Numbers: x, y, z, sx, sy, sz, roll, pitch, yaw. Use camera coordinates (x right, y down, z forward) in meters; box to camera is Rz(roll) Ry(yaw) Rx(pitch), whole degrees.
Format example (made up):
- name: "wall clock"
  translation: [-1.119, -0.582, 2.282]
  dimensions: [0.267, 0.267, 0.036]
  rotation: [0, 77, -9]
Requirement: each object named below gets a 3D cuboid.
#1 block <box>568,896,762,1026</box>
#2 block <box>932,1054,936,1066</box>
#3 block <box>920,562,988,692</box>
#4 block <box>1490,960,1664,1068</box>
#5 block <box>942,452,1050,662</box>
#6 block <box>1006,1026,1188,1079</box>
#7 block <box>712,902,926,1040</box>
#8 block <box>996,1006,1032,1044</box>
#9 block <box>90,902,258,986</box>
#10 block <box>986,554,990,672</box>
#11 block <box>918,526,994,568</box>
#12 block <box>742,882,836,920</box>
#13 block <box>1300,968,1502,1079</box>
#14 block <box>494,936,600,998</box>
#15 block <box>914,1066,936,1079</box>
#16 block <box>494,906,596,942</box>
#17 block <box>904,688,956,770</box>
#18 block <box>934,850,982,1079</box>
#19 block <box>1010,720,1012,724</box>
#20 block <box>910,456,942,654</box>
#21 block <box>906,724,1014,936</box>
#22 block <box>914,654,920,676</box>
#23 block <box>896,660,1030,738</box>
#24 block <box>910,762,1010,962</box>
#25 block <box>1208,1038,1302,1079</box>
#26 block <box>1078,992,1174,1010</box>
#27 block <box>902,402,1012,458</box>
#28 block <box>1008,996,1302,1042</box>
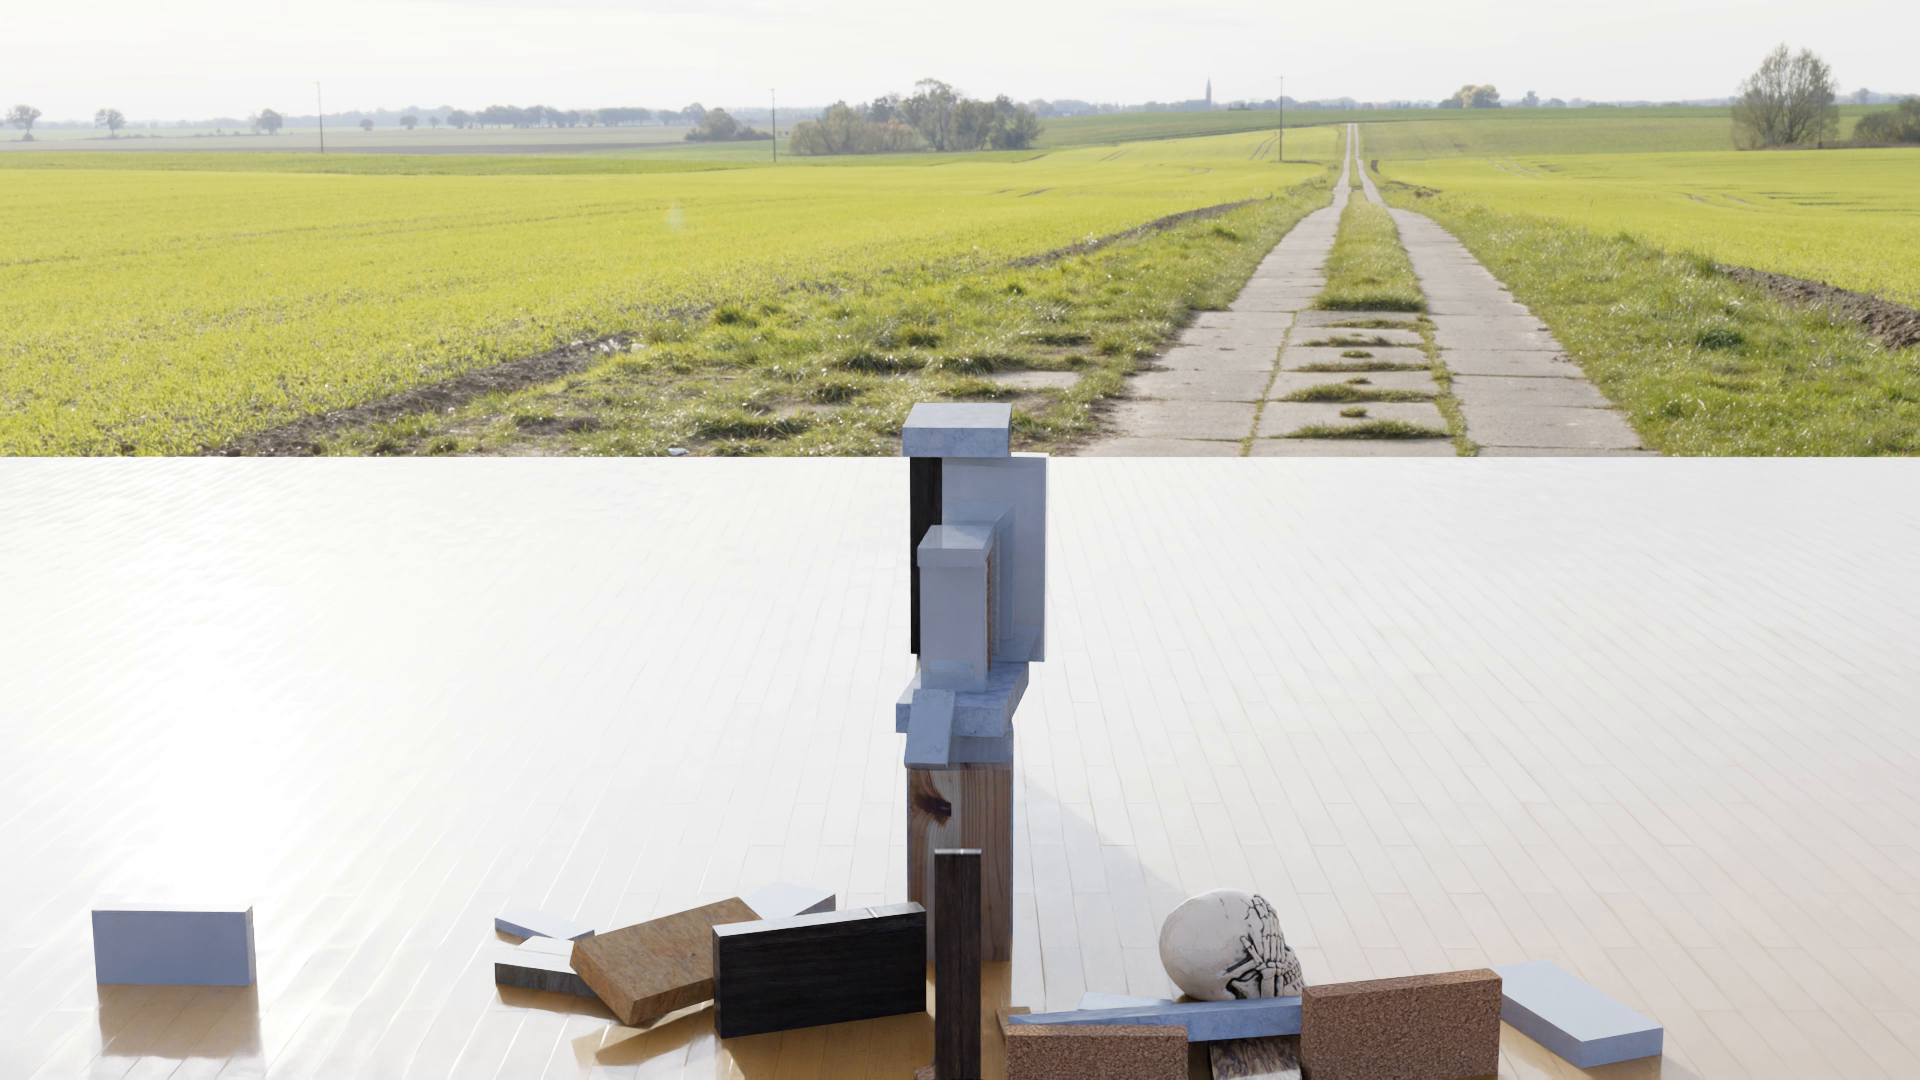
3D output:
- name: "block"
  translation: [-0.406, 0.618, 3.250]
  dimensions: [0.303, 0.043, 0.152]
  rotation: [-8, 32, -44]
- name: "block"
  translation: [-0.007, 0.704, 3.019]
  dimensions: [0.049, 0.014, 0.098]
  rotation: [1, 11, 8]
- name: "block"
  translation: [-0.010, 0.136, 3.460]
  dimensions: [0.102, 0.203, 0.029]
  rotation: [2, 12, 8]
- name: "block"
  translation: [0.856, 0.671, 3.130]
  dimensions: [0.136, 0.039, 0.272]
  rotation: [-4, 11, -21]
- name: "block"
  translation: [0.059, 0.028, 3.656]
  dimensions: [0.172, 0.344, 0.049]
  rotation: [1, 10, 8]
- name: "block"
  translation: [0.176, 0.686, 2.833]
  dimensions: [0.231, 0.116, 0.033]
  rotation: [0, 11, 0]
- name: "block"
  translation: [-0.198, 0.612, 3.136]
  dimensions: [0.303, 0.152, 0.043]
  rotation: [-4, 11, -19]
- name: "block"
  translation: [0.081, 0.686, 3.112]
  dimensions: [0.049, 0.014, 0.098]
  rotation: [-1, 11, -7]
- name: "block"
  translation: [-1.172, 0.603, 3.283]
  dimensions: [0.231, 0.116, 0.033]
  rotation: [0, 11, 2]
- name: "block"
  translation: [-0.002, 0.111, 3.590]
  dimensions: [0.102, 0.203, 0.029]
  rotation: [1, 10, 3]
- name: "block"
  translation: [-0.006, 0.009, 3.505]
  dimensions: [0.102, 0.029, 0.203]
  rotation: [1, 11, 5]
- name: "block"
  translation: [-0.311, 0.603, 3.509]
  dimensions: [0.116, 0.033, 0.231]
  rotation: [6, 12, 30]
- name: "block"
  translation: [0.590, 0.656, 2.941]
  dimensions: [0.272, 0.136, 0.039]
  rotation: [-3, 11, -14]
- name: "block"
  translation: [-0.566, 0.642, 3.297]
  dimensions: [0.231, 0.033, 0.116]
  rotation: [4, 11, 19]
- name: "block"
  translation: [-0.021, 0.725, 2.900]
  dimensions: [0.057, 0.016, 0.114]
  rotation: [-2, 11, -11]
- name: "block"
  translation: [-0.658, 0.615, 3.482]
  dimensions: [0.166, 0.018, 0.065]
  rotation: [8, 13, 38]
- name: "block"
  translation: [-0.045, 0.288, 3.351]
  dimensions: [0.065, 0.018, 0.130]
  rotation: [2, 55, 9]
- name: "block"
  translation: [-0.003, 0.570, 2.741]
  dimensions: [0.057, 0.378, 0.016]
  rotation: [0, 10, 0]
- name: "block"
  translation: [0.002, 0.415, 3.696]
  dimensions: [0.167, 0.335, 0.047]
  rotation: [1, 11, 4]
- name: "block"
  translation: [-0.002, 0.007, 3.899]
  dimensions: [0.172, 0.390, 0.049]
  rotation: [0, 11, 0]
- name: "block"
  translation: [0.000, 0.457, 3.468]
  dimensions: [0.167, 0.335, 0.047]
  rotation: [0, 10, 0]
- name: "block"
  translation: [-0.004, 0.233, 3.865]
  dimensions: [0.147, 0.042, 0.294]
  rotation: [0, 11, 0]
- name: "block"
  translation: [0.008, 0.247, 3.549]
  dimensions: [0.167, 0.047, 0.335]
  rotation: [2, 11, 9]
- name: "block"
  translation: [0.000, 0.493, 3.363]
  dimensions: [0.152, 0.303, 0.043]
  rotation: [0, 11, -1]
- name: "block"
  translation: [0.390, 0.717, 2.894]
  dimensions: [0.116, 0.033, 0.231]
  rotation: [1, 11, 3]
- name: "block"
  translation: [0.238, 0.675, 3.158]
  dimensions: [0.130, 0.018, 0.065]
  rotation: [2, 11, 13]
- name: "block"
  translation: [-0.001, -0.189, 3.752]
  dimensions: [0.172, 0.049, 0.344]
  rotation: [0, 10, 2]
- name: "block"
  translation: [0.290, 0.664, 3.023]
  dimensions: [0.424, 0.039, 0.136]
  rotation: [-1, -7, -14]
